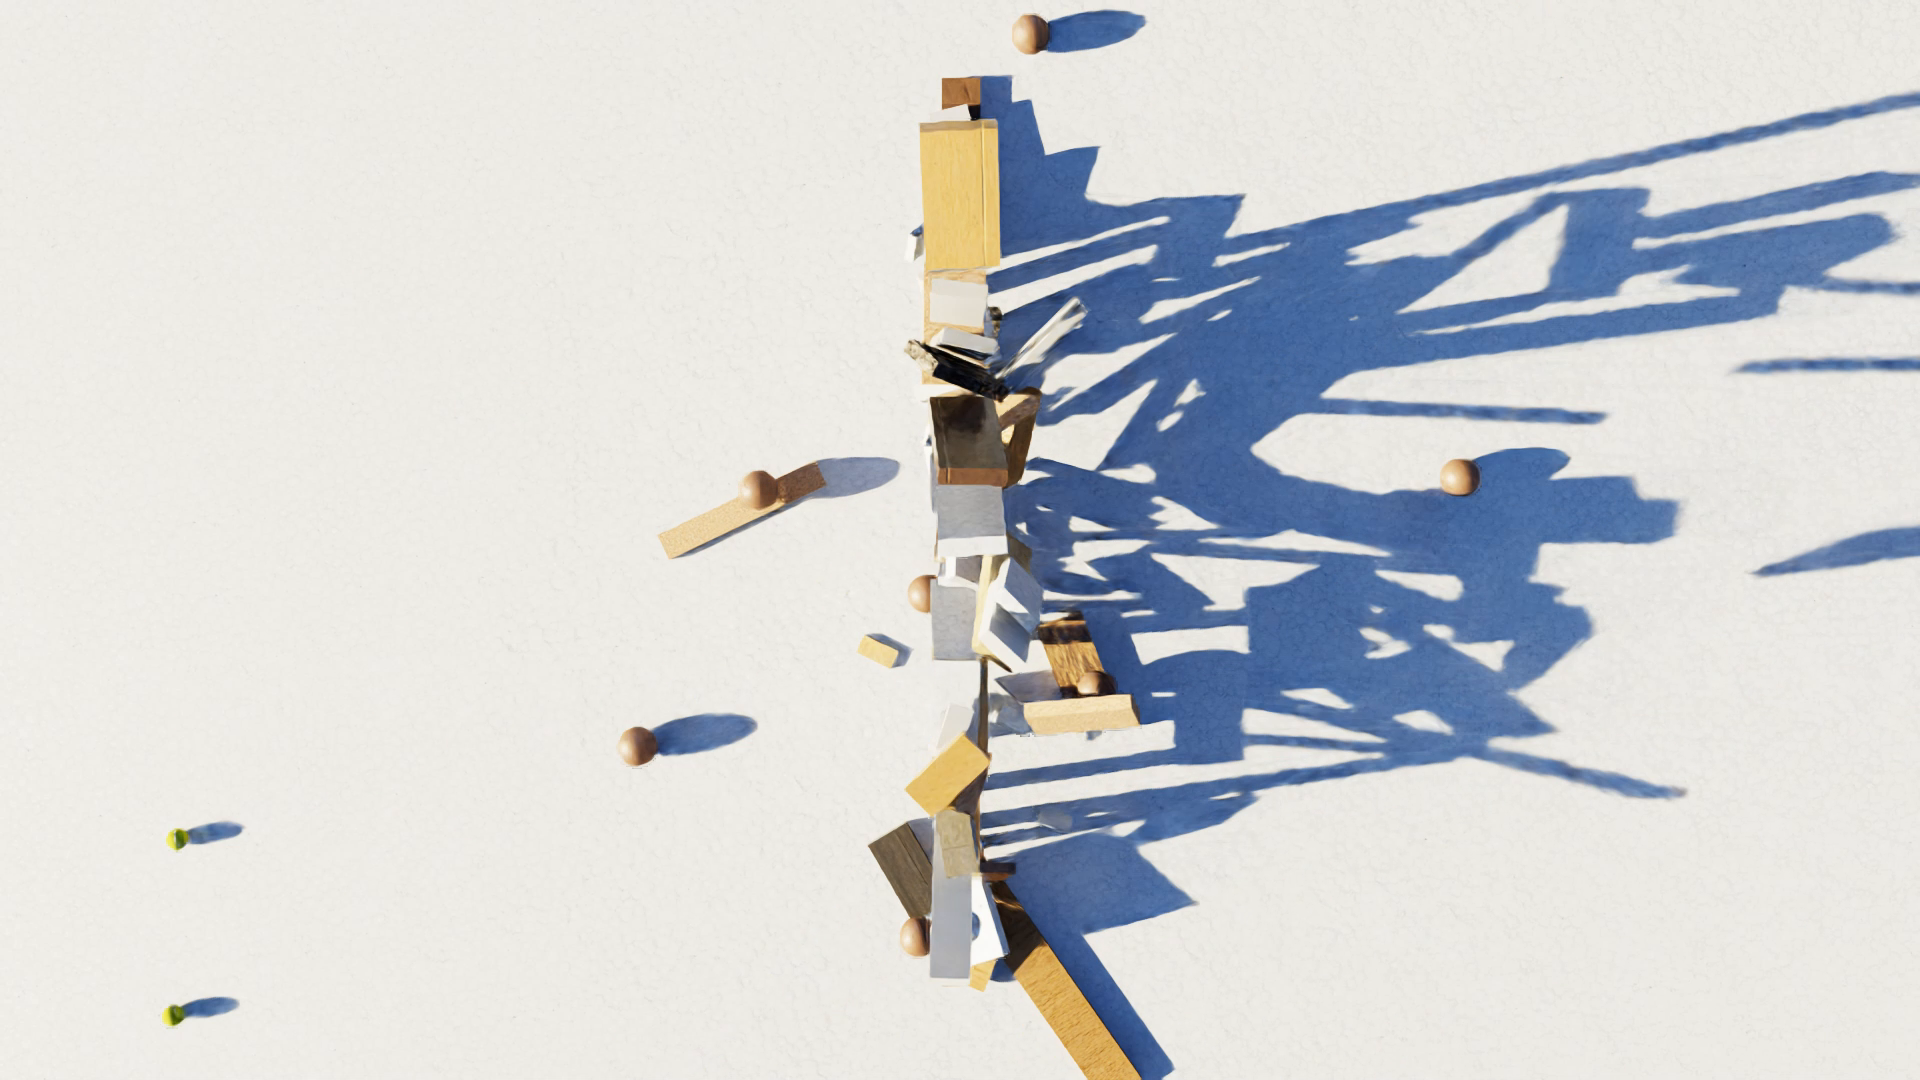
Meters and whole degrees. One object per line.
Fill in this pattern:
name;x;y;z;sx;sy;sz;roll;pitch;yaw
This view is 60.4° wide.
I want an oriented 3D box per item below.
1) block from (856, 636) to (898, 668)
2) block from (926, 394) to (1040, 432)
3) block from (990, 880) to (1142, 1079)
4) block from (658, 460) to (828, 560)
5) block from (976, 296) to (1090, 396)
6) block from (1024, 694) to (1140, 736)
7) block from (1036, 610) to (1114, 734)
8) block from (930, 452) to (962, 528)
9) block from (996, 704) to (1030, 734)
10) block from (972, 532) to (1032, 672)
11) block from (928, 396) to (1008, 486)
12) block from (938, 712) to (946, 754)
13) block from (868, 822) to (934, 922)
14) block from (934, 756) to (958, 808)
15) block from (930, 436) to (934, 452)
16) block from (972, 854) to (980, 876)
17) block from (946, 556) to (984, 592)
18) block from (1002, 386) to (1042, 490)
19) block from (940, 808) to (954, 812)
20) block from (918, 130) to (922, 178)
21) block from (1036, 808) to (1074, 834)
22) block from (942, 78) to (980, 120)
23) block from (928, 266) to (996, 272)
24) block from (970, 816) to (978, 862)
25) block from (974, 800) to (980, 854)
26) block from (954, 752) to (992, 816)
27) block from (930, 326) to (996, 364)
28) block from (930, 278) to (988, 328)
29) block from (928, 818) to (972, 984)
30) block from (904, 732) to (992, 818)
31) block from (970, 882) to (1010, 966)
block;-0.275;0.372;5.491;0.127;0.018;0.063;25;90;0
block;0.060;-0.376;4.923;0.146;0.623;0.041;-35;104;-13
block;0.307;1.493;5.479;0.148;0.042;0.816;-35;90;0
block;-0.724;-0.100;5.487;0.579;0.025;0.090;-25;90;0
block;0.227;-0.586;5.213;0.042;0.149;0.449;42;99;-15
block;0.340;0.486;4.581;0.297;0.149;0.042;-6;63;14
block;0.393;0.438;5.478;0.158;0.045;0.378;-21;90;0
block;0.002;-0.152;4.950;0.179;0.358;0.051;1;123;-3
block;0.166;0.539;4.943;0.112;0.016;0.056;21;65;34
block;0.131;0.175;5.056;0.156;0.468;0.044;34;133;-27
block;0.018;-0.267;4.394;0.179;0.358;0.051;1;126;-7
block;-0.024;0.583;4.868;0.073;0.021;0.147;2;94;1
block;-0.168;1.101;5.479;0.148;0.042;0.296;-30;90;0
block;-0.042;0.644;4.951;0.073;0.021;0.325;-2;65;2
block;-0.013;-0.281;5.287;0.142;0.040;0.283;-12;108;-19
block;-0.001;0.971;5.228;0.123;0.544;0.035;2;95;0
block;0.024;0.009;5.202;0.142;0.040;0.283;22;57;-38
block;0.173;-0.319;5.226;0.044;0.156;0.312;23;117;22
block;-0.020;0.726;4.958;0.096;0.027;0.193;-6;71;-1
block;-0.008;-0.931;3.977;0.177;0.355;0.050;-3;92;-1
block;0.316;0.930;5.478;0.112;0.016;0.056;18;57;0
block;0.003;-1.256;5.482;0.130;0.037;0.550;0;90;0
block;0.005;-0.722;4.153;0.177;0.355;0.050;-5;94;0
block;-0.002;0.871;4.936;0.096;0.027;0.193;-6;69;-1
block;-0.002;0.887;5.089;0.123;0.246;0.035;2;125;0
block;0.038;0.716;4.873;0.063;0.018;0.191;18;87;-24
block;0.003;-0.541;4.612;0.146;0.292;0.041;13;88;-8
block;-0.006;-0.658;4.590;0.152;0.303;0.043;7;83;-1
block;-0.020;0.962;4.941;0.118;0.034;0.767;2;50;0
block;-0.037;0.687;4.827;0.237;0.034;0.118;-43;97;2
block;0.041;1.211;5.368;0.158;0.045;0.317;-24;76;29
